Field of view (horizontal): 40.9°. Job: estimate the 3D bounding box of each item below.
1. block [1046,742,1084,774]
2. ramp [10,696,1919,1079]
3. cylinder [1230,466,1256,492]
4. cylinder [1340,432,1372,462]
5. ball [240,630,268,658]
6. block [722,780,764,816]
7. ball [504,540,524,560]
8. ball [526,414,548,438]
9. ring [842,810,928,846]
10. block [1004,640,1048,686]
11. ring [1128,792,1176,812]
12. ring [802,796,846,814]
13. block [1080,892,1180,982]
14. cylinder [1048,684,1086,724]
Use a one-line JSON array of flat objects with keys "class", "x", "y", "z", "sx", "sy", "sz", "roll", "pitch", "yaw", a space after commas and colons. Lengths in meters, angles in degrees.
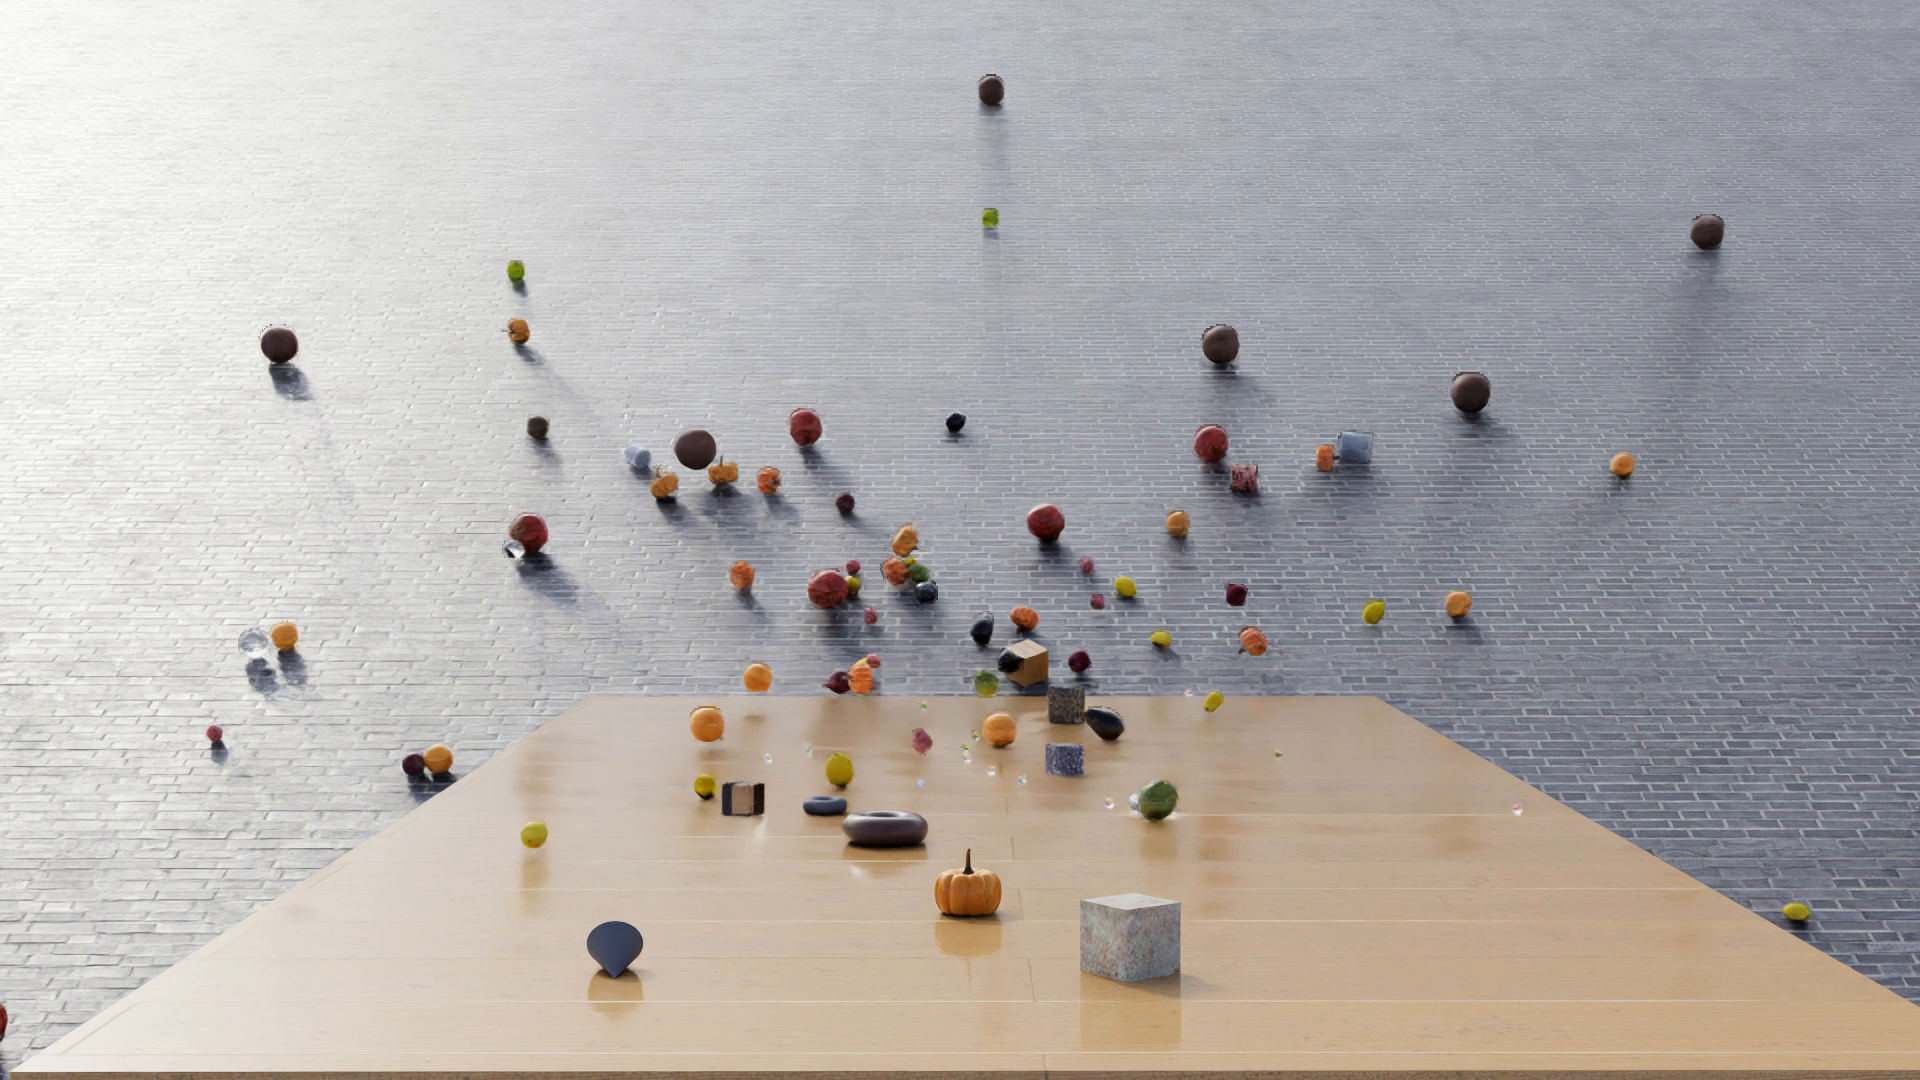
[{"class": "block", "x": 0.202, "y": 0.421, "z": 4.968, "sx": 0.054, "sy": 0.054, "sz": 0.054, "roll": -1, "pitch": 2, "yaw": -24}, {"class": "ramp", "x": 0.057, "y": 0.512, "z": 4.553, "sx": 2.000, "sy": 0.100, "sz": 4.000, "roll": 0, "pitch": 2, "yaw": 0}, {"class": "cylinder", "x": 0.873, "y": -0.188, "z": 7.945, "sx": 0.077, "sy": 0.077, "sz": 0.077, "roll": 2, "pitch": 25, "yaw": 1}, {"class": "cylinder", "x": 1.253, "y": -0.293, "z": 8.159, "sx": 0.090, "sy": 0.090, "sz": 0.090, "roll": 7, "pitch": 26, "yaw": 13}, {"class": "ball", "x": -1.899, "y": 0.281, "z": 6.934, "sx": 0.075, "sy": 0.075, "sz": 0.075, "roll": 0, "pitch": 25, "yaw": 0}, {"class": "block", "x": -0.369, "y": 0.441, "z": 4.393, "sx": 0.052, "sy": 0.052, "sz": 0.052, "roll": 1, "pitch": 2, "yaw": 28}, {"class": "ball", "x": -1.293, "y": 0.027, "z": 7.481, "sx": 0.056, "sy": 0.056, "sz": 0.056, "roll": 0, "pitch": 25, "yaw": 0}, {"class": "ball", "x": -1.368, "y": -0.367, "z": 8.340, "sx": 0.075, "sy": 0.075, "sz": 0.075, "roll": 0, "pitch": 25, "yaw": 0}, {"class": "ring", "x": -0.118, "y": 0.455, "z": 4.067, "sx": 0.137, "sy": 0.046, "sz": 0.137, "roll": 1, "pitch": 1, "yaw": 0}, {"class": "block", "x": 0.176, "y": 0.325, "z": 6.829, "sx": 0.082, "sy": 0.082, "sz": 0.082, "roll": -19, "pitch": 31, "yaw": -35}, {"class": "ring", "x": 0.332, "y": 0.451, "z": 4.447, "sx": 0.083, "sy": 0.028, "sz": 0.083, "roll": -1, "pitch": 2, "yaw": 0}, {"class": "ring", "x": -0.232, "y": 0.454, "z": 4.410, "sx": 0.077, "sy": 0.026, "sz": 0.077, "roll": -1, "pitch": 3, "yaw": 0}, {"class": "block", "x": 0.201, "y": 0.468, "z": 3.041, "sx": 0.084, "sy": 0.084, "sz": 0.084, "roll": -1, "pitch": 2, "yaw": -37}, {"class": "cylinder", "x": 0.246, "y": 0.376, "z": 5.917, "sx": 0.083, "sy": 0.083, "sz": 0.083, "roll": 0, "pitch": 2, "yaw": 0}]
